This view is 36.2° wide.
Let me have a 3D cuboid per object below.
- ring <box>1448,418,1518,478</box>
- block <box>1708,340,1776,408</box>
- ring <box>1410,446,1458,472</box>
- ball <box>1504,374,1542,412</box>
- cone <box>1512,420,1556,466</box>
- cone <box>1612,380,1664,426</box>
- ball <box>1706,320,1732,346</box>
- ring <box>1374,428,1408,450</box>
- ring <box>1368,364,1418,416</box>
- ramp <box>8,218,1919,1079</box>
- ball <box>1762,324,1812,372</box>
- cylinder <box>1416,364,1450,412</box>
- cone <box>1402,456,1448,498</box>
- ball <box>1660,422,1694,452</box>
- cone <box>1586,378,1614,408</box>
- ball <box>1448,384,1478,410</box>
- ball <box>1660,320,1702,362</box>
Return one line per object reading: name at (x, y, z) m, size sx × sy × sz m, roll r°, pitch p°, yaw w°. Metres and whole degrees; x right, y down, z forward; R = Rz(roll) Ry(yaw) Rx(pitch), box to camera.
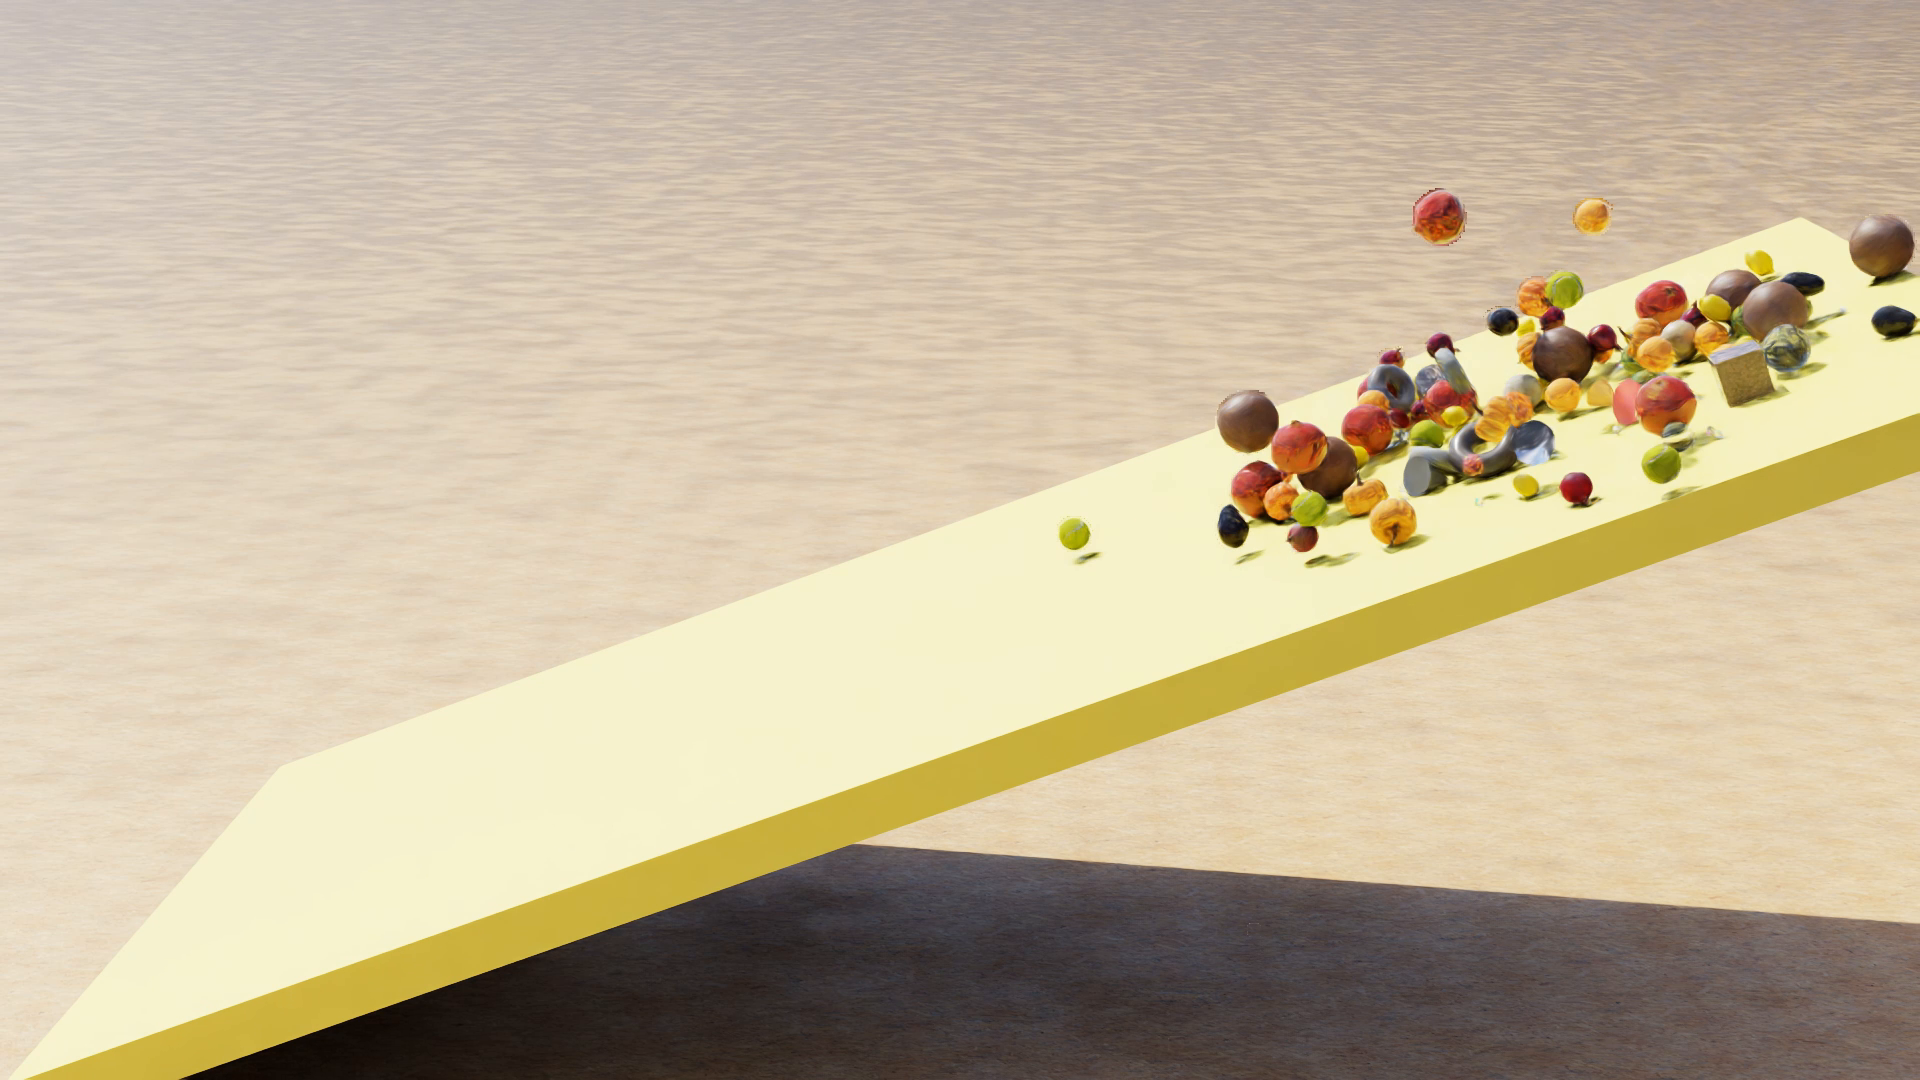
ring at (1.037, -0.181, 5.808) m, size 0.148 × 0.049 × 0.148 m, roll -15°, pitch 42°, yaw 14°
block at (1.496, -0.318, 5.633) m, size 0.091 × 0.091 × 0.091 m, roll -19°, pitch 12°, yaw 10°
ring at (0.957, -0.162, 5.895) m, size 0.115 × 0.038 × 0.115 m, roll 12°, pitch 1°, yaw 0°
ball at (1.182, -0.309, 6.174) m, size 0.081 × 0.081 × 0.081 m, roll 0°, pitch 13°, yaw 0°
cone at (1.142, -0.190, 5.768) m, size 0.088 × 0.088 × 0.088 m, roll 9°, pitch 6°, yaw 33°
cone at (1.350, -0.268, 5.789) m, size 0.091 × 0.091 × 0.091 m, roll 3°, pitch 10°, yaw -28°
ball at (1.573, -0.429, 6.096) m, size 0.053 × 0.053 × 0.053 m, roll 0°, pitch 13°, yaw 0°
ring at (0.930, -0.218, 6.339) m, size 0.078 × 0.026 × 0.078 m, roll -22°, pitch 8°, yaw 3°
ring at (0.953, -0.330, 6.480) m, size 0.126 × 0.126 × 0.042 m, roll -10°, pitch -17°, yaw -36°
ramp at (0.118, 0.176, 6.295) m, size 4.000 × 0.100 × 2.000 m, roll -20°, pitch 12°, yaw 7°
ball at (1.597, -0.370, 5.683) m, size 0.093 × 0.093 × 0.093 m, roll 0°, pitch 13°, yaw 0°
cylinder at (1.038, -0.333, 6.430) m, size 0.077 × 0.077 × 0.077 m, roll 4°, pitch -22°, yaw 16°
cone at (0.942, -0.124, 5.861) m, size 0.083 × 0.083 × 0.083 m, roll 3°, pitch 10°, yaw -32°
ball at (1.324, -0.190, 5.432) m, size 0.059 × 0.059 × 0.059 m, roll 0°, pitch 13°, yaw 0°
cone at (1.314, -0.285, 5.957) m, size 0.063 × 0.063 × 0.063 m, roll -8°, pitch 31°, yaw -32°
ball at (1.090, -0.313, 6.379) m, size 0.065 × 0.065 × 0.065 m, roll 0°, pitch 13°, yaw 0°
ball at (1.490, -0.412, 6.088) m, size 0.084 × 0.084 × 0.084 m, roll 0°, pitch 13°, yaw 0°
